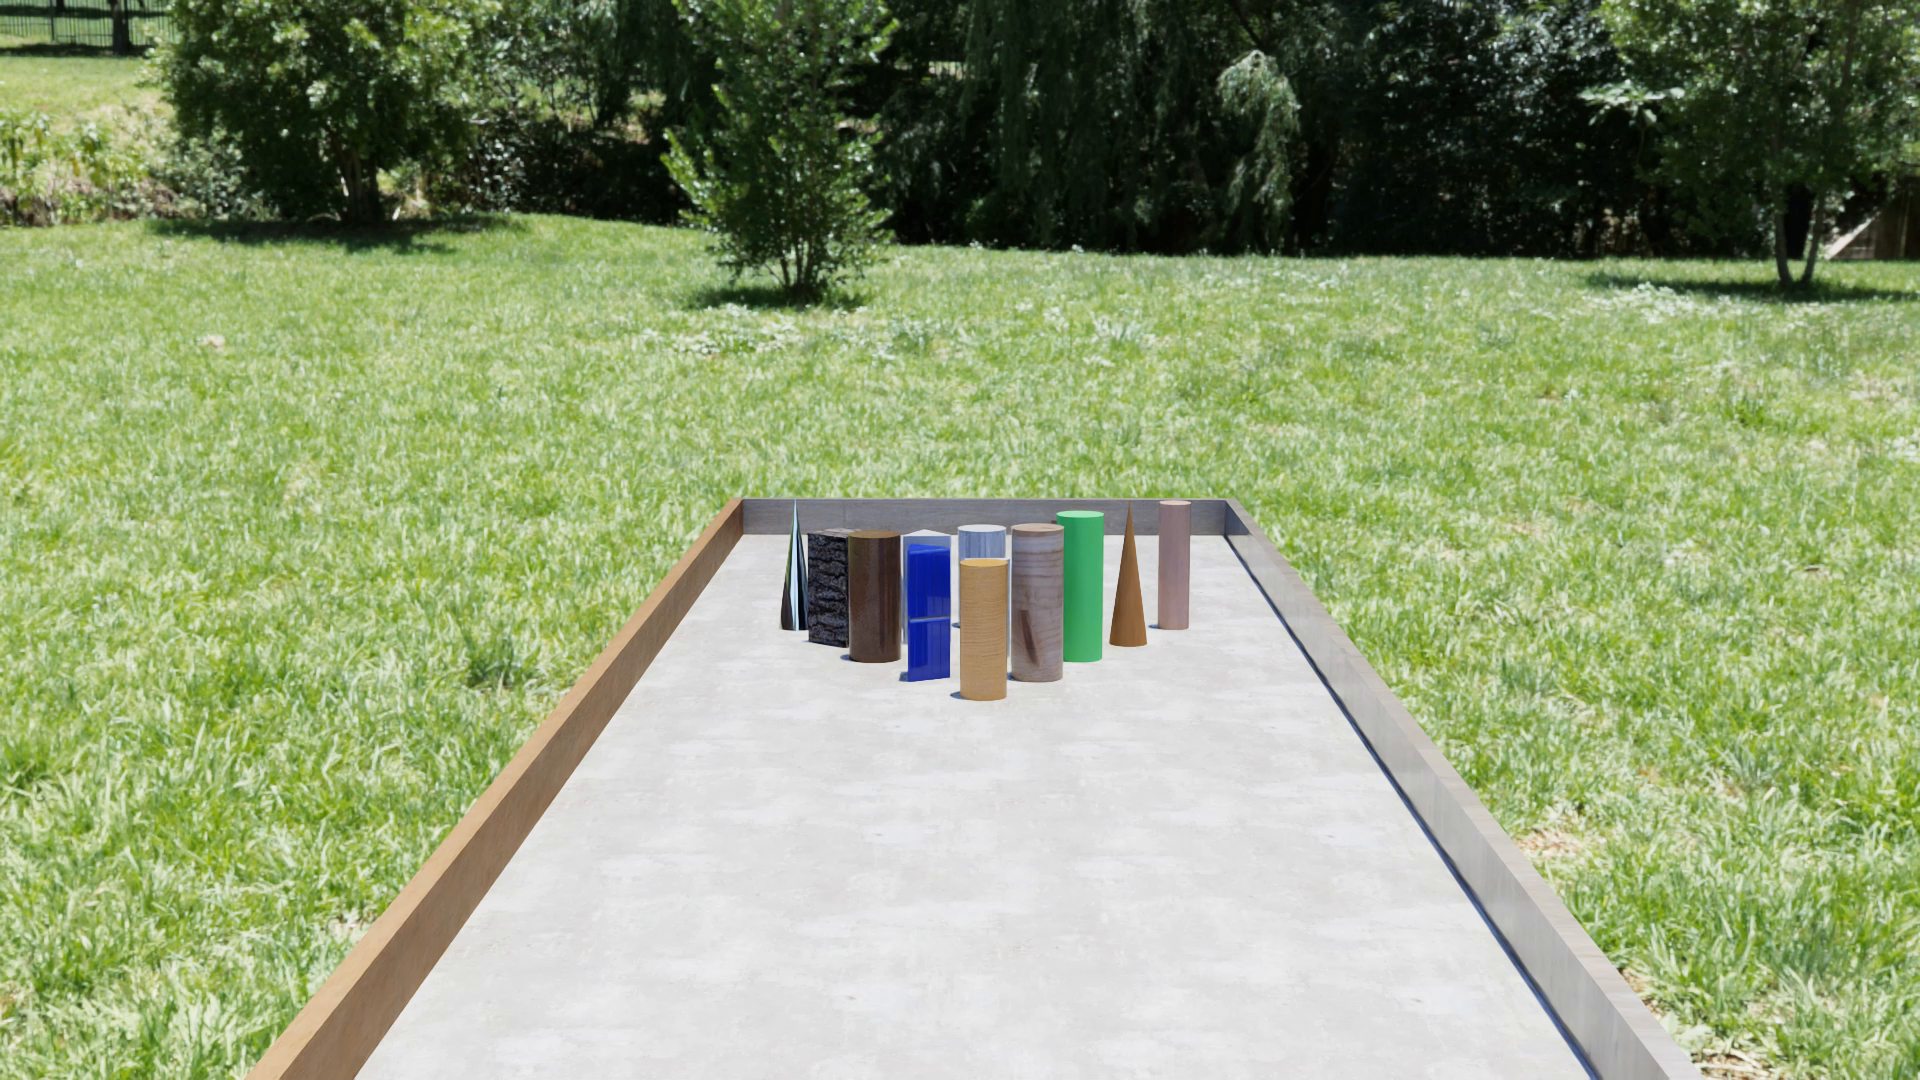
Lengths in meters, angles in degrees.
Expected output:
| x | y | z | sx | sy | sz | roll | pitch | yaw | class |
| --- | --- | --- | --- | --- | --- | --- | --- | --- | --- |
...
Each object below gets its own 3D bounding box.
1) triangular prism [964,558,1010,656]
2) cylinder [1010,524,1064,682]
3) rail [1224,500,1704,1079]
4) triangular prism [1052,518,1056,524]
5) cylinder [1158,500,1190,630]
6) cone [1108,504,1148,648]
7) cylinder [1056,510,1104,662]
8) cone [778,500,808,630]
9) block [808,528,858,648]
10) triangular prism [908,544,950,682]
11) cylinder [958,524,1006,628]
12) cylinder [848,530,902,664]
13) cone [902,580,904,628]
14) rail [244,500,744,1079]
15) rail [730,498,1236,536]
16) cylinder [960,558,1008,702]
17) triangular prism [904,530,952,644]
| x | y | z | sx | sy | sz | roll | pitch | yaw | class |
| --- | --- | --- | --- | --- | --- | --- | --- | --- | --- |
| 0.101 | 0.212 | 6.695 | 0.121 | 0.306 | 0.140 | -6 | 11 | -33 | triangular prism |
| 0.226 | 0.183 | 6.432 | 0.155 | 0.445 | 0.155 | 0 | 9 | 0 | cylinder |
| 1.046 | 0.843 | 3.208 | 0.050 | 0.150 | 12.000 | 0 | 9 | 1 | rail |
| 0.345 | 0.104 | 7.212 | 0.118 | 0.358 | 0.103 | -2 | 9 | -11 | triangular prism |
| 0.698 | 0.082 | 7.172 | 0.103 | 0.413 | 0.103 | 0 | 9 | 0 | cylinder |
| 0.531 | 0.099 | 6.916 | 0.122 | 0.460 | 0.122 | 0 | 9 | 0 | cone |
| 0.365 | 0.141 | 6.698 | 0.143 | 0.445 | 0.143 | 0 | 9 | 0 | cylinder |
| -0.534 | 0.075 | 7.172 | 0.123 | 0.427 | 0.123 | 0 | 9 | 0 | cone |
| -0.370 | 0.148 | 6.956 | 0.157 | 0.350 | 0.157 | 7 | 11 | 38 | block |
| -0.116 | 0.210 | 6.451 | 0.137 | 0.386 | 0.118 | -5 | 10 | -27 | triangular prism |
| 0.072 | 0.121 | 7.206 | 0.158 | 0.325 | 0.158 | 0 | 9 | 0 | cylinder |
| -0.259 | 0.171 | 6.702 | 0.161 | 0.384 | 0.161 | 0 | 9 | 0 | cylinder |
| -0.229 | 0.116 | 7.217 | 0.155 | 0.331 | 0.155 | 0 | 9 | 0 | cone |
| -1.004 | 0.839 | 3.234 | 0.050 | 0.150 | 12.000 | 0 | 9 | 1 | rail |
| 0.099 | -0.098 | 9.147 | 2.100 | 0.150 | 0.050 | 0 | 9 | 1 | rail |
| 0.066 | 0.252 | 6.195 | 0.134 | 0.383 | 0.134 | 0 | 9 | 0 | cylinder |
| -0.108 | 0.147 | 6.975 | 0.149 | 0.346 | 0.129 | -1 | 9 | -5 | triangular prism |
